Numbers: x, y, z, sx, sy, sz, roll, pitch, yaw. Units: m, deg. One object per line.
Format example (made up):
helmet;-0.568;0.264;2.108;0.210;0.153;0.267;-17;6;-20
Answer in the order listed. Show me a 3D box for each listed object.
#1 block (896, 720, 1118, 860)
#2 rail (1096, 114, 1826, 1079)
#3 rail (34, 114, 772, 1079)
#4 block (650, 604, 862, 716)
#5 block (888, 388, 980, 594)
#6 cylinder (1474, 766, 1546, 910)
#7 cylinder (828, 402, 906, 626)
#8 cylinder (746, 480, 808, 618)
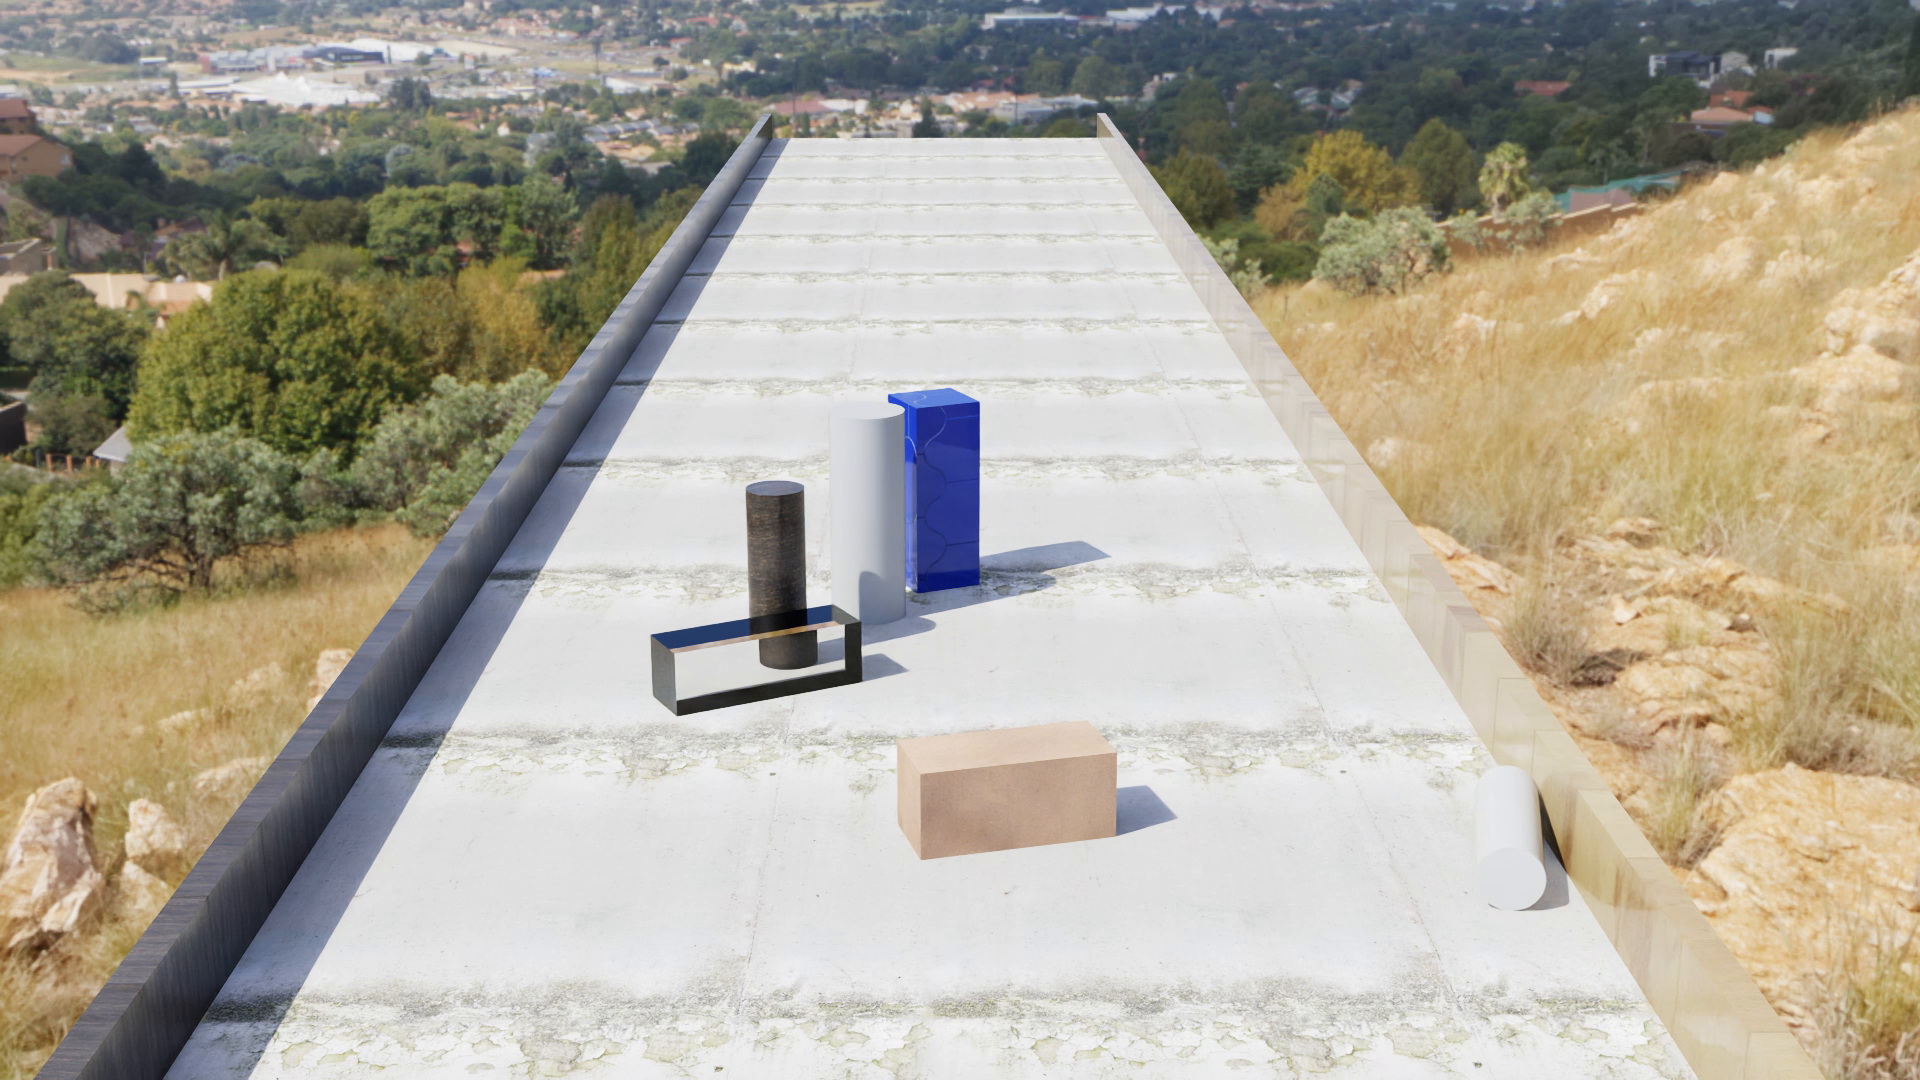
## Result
block;0.076;0.407;3.599;0.330;0.149;0.149;-5;17;-15
rail;0.932;-0.844;7.801;0.050;0.150;12.000;0;17;-1
rail;-1.118;-0.838;7.780;0.050;0.150;12.000;0;17;-1
block;-0.390;0.229;4.238;0.387;0.125;0.125;-9;19;-27
block;-0.058;-0.111;4.867;0.152;0.417;0.152;-8;18;-24
cylinder;0.867;0.467;3.476;0.104;0.104;0.329;4;17;12
cylinder;-0.195;-0.057;4.636;0.160;0.445;0.160;0;17;0
cylinder;-0.367;0.063;4.406;0.118;0.347;0.118;0;17;0
